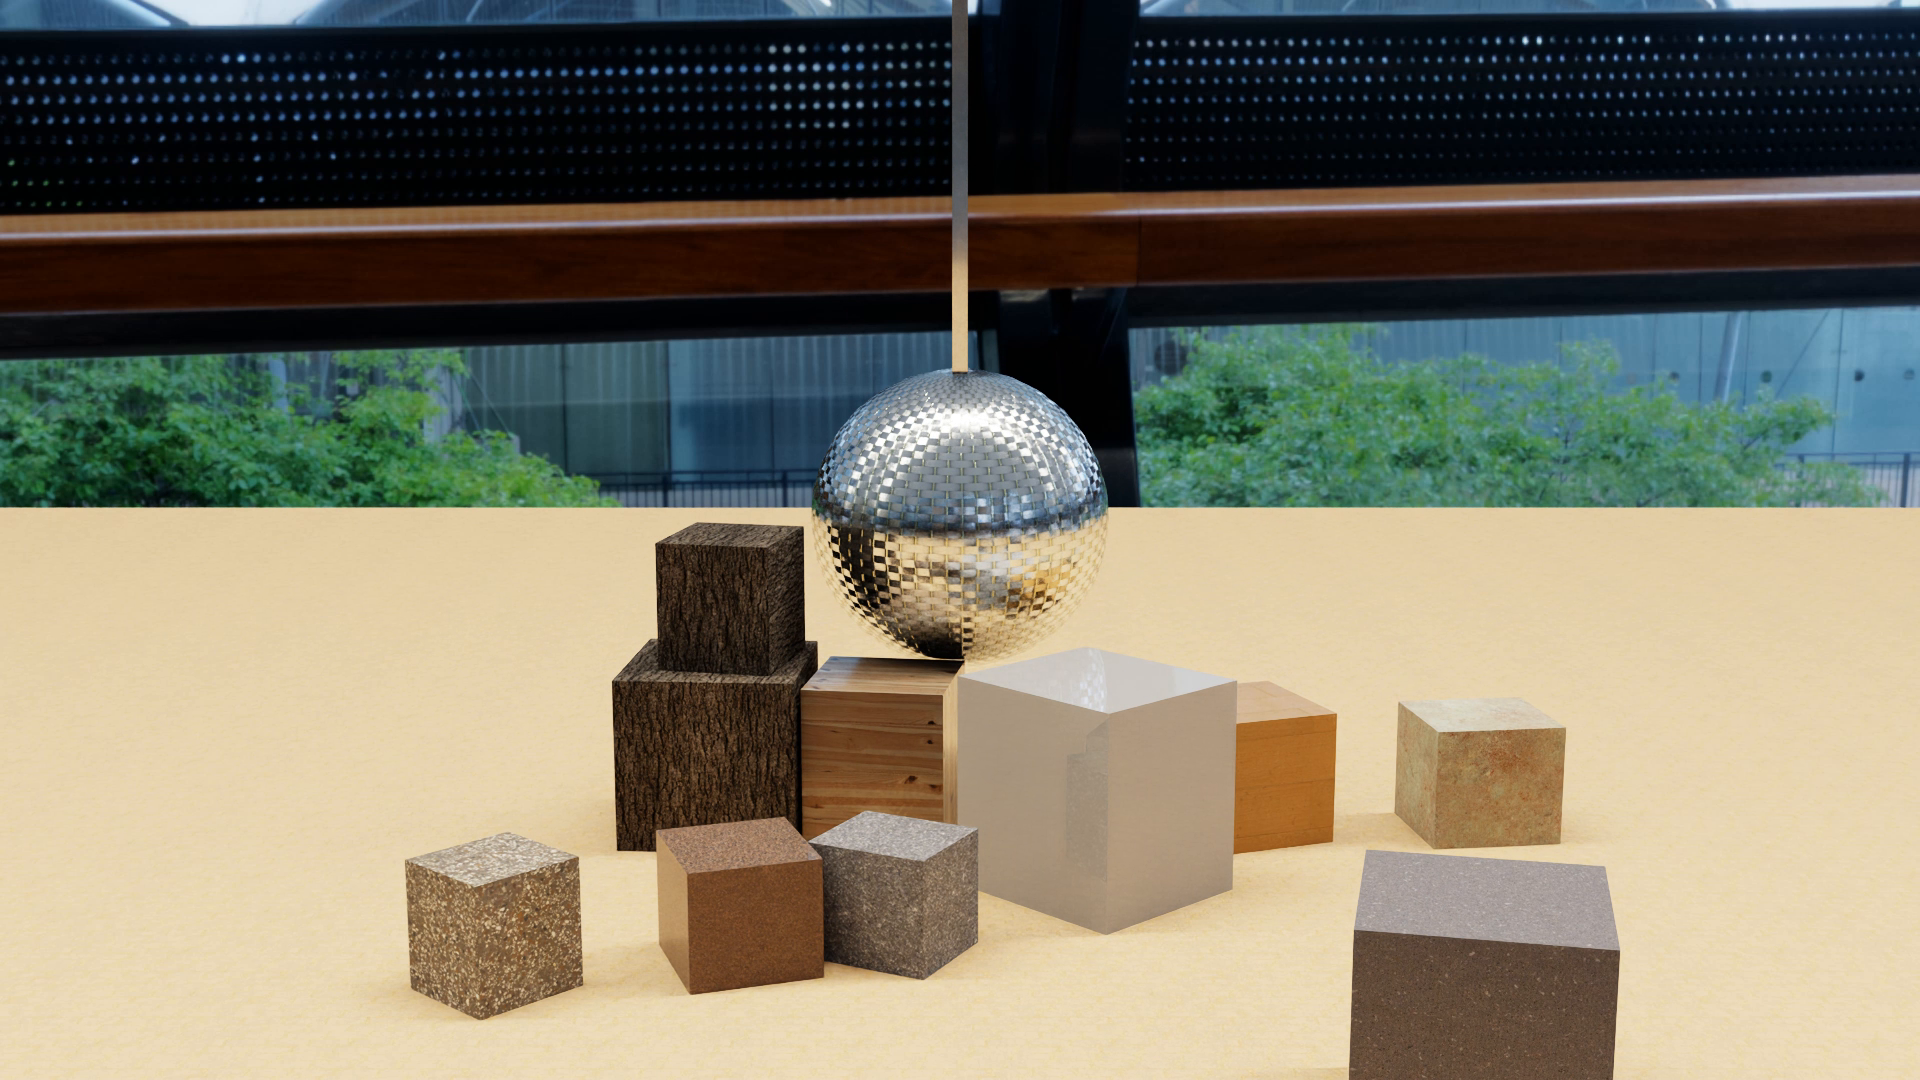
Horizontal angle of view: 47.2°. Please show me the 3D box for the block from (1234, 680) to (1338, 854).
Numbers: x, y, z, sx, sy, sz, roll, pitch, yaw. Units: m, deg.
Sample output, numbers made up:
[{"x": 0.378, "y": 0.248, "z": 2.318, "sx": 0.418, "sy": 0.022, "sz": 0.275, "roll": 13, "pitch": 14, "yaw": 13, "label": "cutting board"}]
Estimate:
[{"x": 1.397, "y": 1.164, "z": 11.287, "sx": 0.784, "sy": 0.672, "sz": 0.725, "roll": -4, "pitch": 11, "yaw": -20, "label": "block"}]

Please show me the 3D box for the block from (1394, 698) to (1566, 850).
[{"x": 2.665, "y": 1.191, "z": 11.317, "sx": 0.663, "sy": 0.608, "sz": 0.618, "roll": -1, "pitch": 10, "yaw": -7, "label": "block"}]

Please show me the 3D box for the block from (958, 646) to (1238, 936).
[{"x": 0.641, "y": 1.149, "z": 10.390, "sx": 0.885, "sy": 1.022, "sz": 0.964, "roll": -10, "pitch": 14, "yaw": -43, "label": "block"}]

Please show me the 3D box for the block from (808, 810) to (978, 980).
[{"x": -0.289, "y": 1.542, "z": 9.613, "sx": 0.568, "sy": 0.526, "sz": 0.509, "roll": 5, "pitch": 12, "yaw": 27, "label": "block"}]

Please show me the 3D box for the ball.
[{"x": 0.000, "y": -0.120, "z": 11.795, "sx": 1.600, "sy": 1.600, "sz": 1.600, "roll": 0, "pitch": 10, "yaw": 0, "label": "ball"}]

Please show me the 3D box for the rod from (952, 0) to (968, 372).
[{"x": 0.000, "y": -3.383, "z": 10.841, "sx": 0.080, "sy": 5.200, "sz": 0.080, "roll": 0, "pitch": 16, "yaw": 0, "label": "rod"}]

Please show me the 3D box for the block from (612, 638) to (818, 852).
[{"x": -1.238, "y": 1.047, "z": 11.362, "sx": 0.902, "sy": 0.875, "sz": 0.944, "roll": 1, "pitch": 10, "yaw": 4, "label": "block"}]

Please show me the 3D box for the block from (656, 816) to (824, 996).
[{"x": -0.954, "y": 1.565, "z": 9.485, "sx": 0.580, "sy": 0.527, "sz": 0.620, "roll": -4, "pitch": 11, "yaw": -19, "label": "block"}]

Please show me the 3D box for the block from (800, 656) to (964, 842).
[{"x": -0.383, "y": 1.090, "z": 11.273, "sx": 0.715, "sy": 0.821, "sz": 0.736, "roll": 2, "pitch": 10, "yaw": 8, "label": "block"}]

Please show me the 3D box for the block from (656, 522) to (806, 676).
[{"x": -1.165, "y": 0.292, "z": 11.251, "sx": 0.584, "sy": 0.650, "sz": 0.631, "roll": 2, "pitch": 11, "yaw": 12, "label": "block"}]

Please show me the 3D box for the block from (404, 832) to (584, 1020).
[{"x": -1.943, "y": 1.600, "z": 9.185, "sx": 0.497, "sy": 0.566, "sz": 0.517, "roll": 9, "pitch": 14, "yaw": 42, "label": "block"}]

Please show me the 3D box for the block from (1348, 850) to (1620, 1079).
[{"x": 1.857, "y": 1.688, "z": 7.859, "sx": 0.869, "sy": 0.867, "sz": 0.881, "roll": 2, "pitch": 11, "yaw": 13, "label": "block"}]
